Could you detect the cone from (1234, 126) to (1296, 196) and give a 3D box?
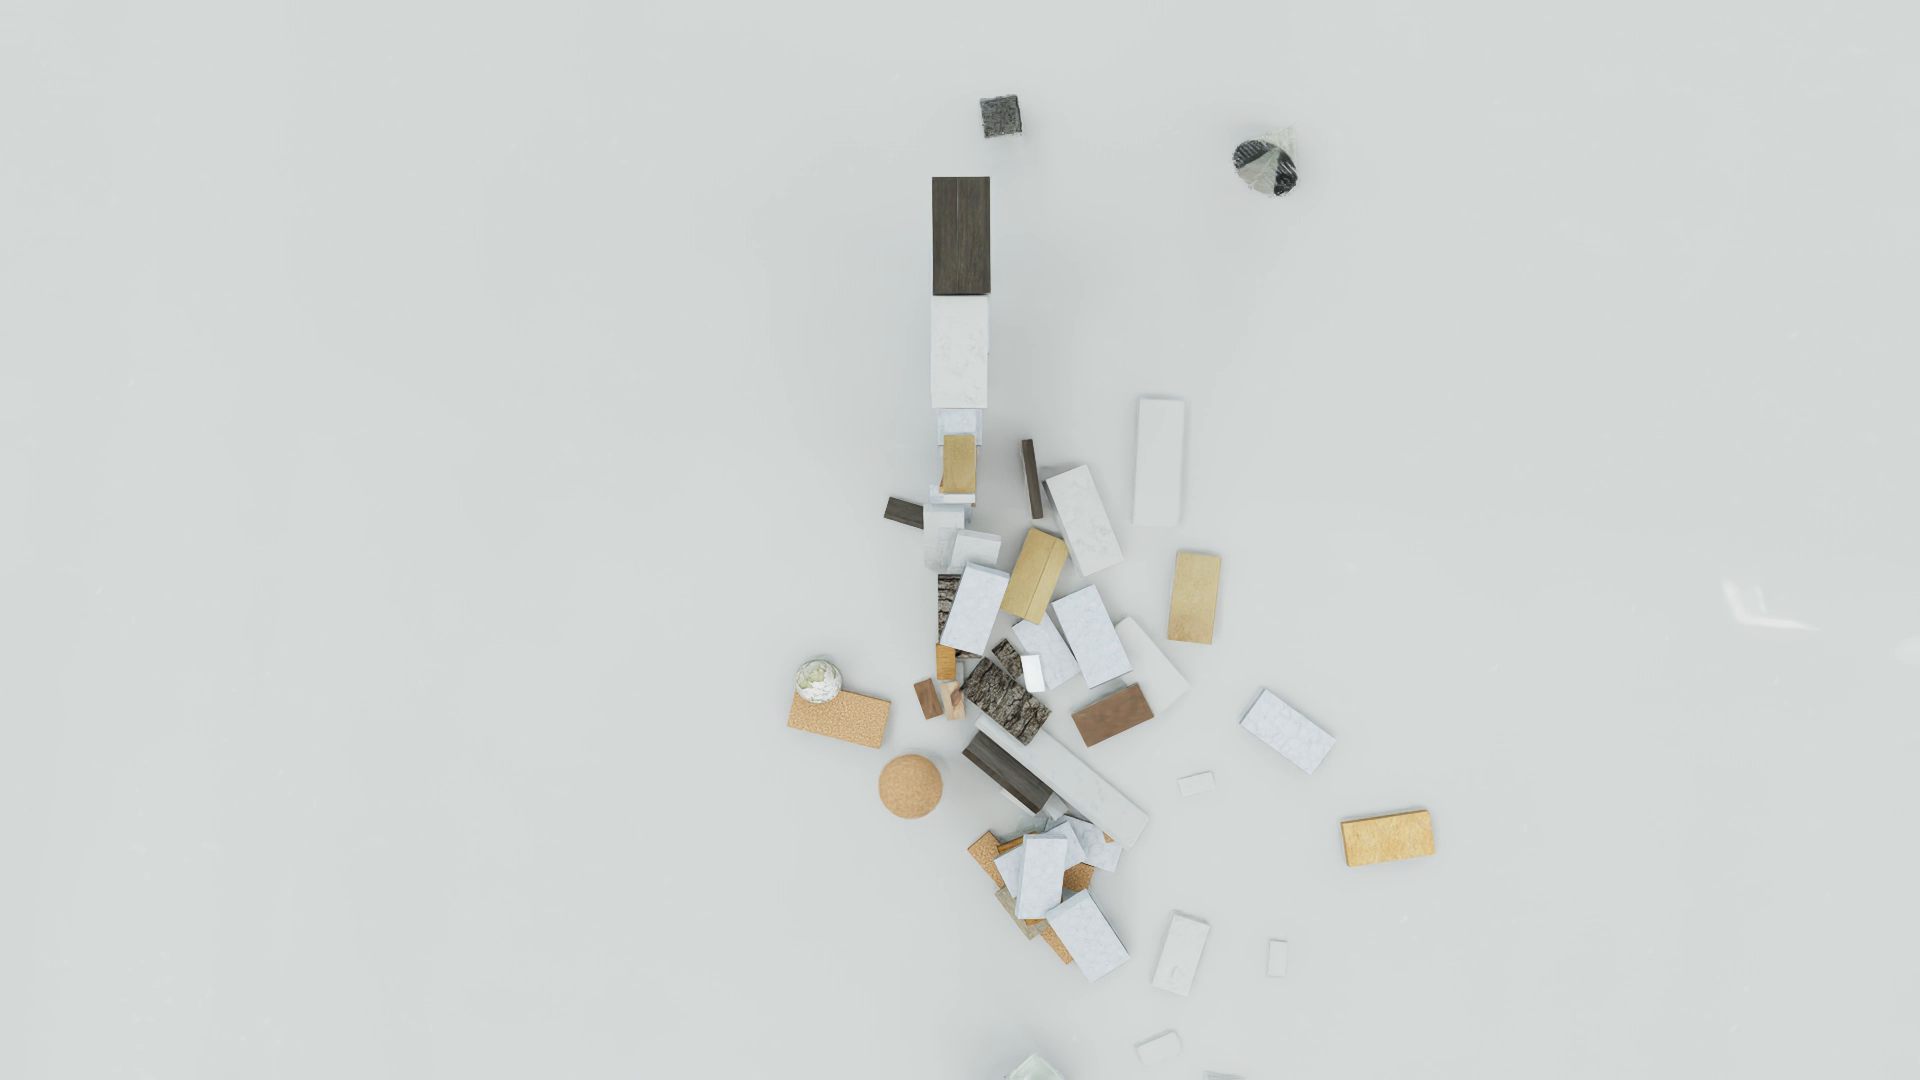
[{"bbox_3d":[1.057,-1.301,5.449,0.226,0.226,0.226,35,63,0],"label":"cone"}]

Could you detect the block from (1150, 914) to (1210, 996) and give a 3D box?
[{"bbox_3d":[0.732,1.378,5.483,0.123,0.035,0.246,18,90,0],"label":"block"}]

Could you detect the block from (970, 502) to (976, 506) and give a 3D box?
[{"bbox_3d":[-0.001,-0.197,5.414,0.107,0.213,0.030,0,45,0],"label":"block"}]

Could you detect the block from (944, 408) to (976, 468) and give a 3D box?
[{"bbox_3d":[0.001,-0.320,5.170,0.097,0.027,0.194,0,90,0],"label":"block"}]

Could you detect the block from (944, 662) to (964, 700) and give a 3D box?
[{"bbox_3d":[-0.020,0.473,5.491,0.063,0.018,0.126,-1,90,0],"label":"block"}]

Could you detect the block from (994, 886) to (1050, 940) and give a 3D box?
[{"bbox_3d":[0.210,1.220,5.459,0.095,0.027,0.191,-37,90,0],"label":"block"}]

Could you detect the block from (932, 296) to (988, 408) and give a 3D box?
[{"bbox_3d":[-0.001,-0.500,4.408,0.148,0.042,0.295,0,90,0],"label":"block"}]

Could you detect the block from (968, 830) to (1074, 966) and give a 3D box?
[{"bbox_3d":[0.226,1.190,5.486,0.095,0.027,0.505,-41,90,0],"label":"block"}]

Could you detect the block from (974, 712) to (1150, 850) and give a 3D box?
[{"bbox_3d":[0.338,0.766,5.446,0.650,0.037,0.131,40,54,0],"label":"block"}]

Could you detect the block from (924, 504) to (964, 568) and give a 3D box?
[{"bbox_3d":[-0.052,-0.013,5.392,0.131,0.261,0.037,0,47,0],"label":"block"}]

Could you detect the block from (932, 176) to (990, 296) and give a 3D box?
[{"bbox_3d":[0.004,-0.809,4.394,0.154,0.044,0.309,0,90,0],"label":"block"}]

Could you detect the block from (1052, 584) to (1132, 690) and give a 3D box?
[{"bbox_3d":[0.436,0.319,5.440,0.155,0.044,0.310,-24,78,4],"label":"block"}]

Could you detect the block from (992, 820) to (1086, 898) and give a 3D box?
[{"bbox_3d":[0.261,1.044,5.400,0.275,0.039,0.138,-27,89,-8],"label":"block"}]

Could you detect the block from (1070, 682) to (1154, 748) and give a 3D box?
[{"bbox_3d":[0.505,0.579,5.458,0.246,0.035,0.123,-26,93,10],"label":"block"}]

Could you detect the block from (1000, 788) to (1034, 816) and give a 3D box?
[{"bbox_3d":[0.192,0.865,5.466,0.136,0.068,0.019,37,90,0],"label":"block"}]

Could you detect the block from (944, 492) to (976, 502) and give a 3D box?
[{"bbox_3d":[-0.002,-0.194,5.163,0.097,0.265,0.027,0,121,0],"label":"block"}]

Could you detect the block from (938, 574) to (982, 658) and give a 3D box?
[{"bbox_3d":[0.001,0.252,5.422,0.145,0.041,0.290,0,114,0],"label":"block"}]

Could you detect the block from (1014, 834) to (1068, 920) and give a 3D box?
[{"bbox_3d":[0.263,1.091,5.348,0.138,0.039,0.275,3,101,-15],"label":"block"}]

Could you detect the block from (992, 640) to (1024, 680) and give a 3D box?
[{"bbox_3d":[0.167,0.397,5.491,0.063,0.018,0.125,-39,90,0],"label":"block"}]

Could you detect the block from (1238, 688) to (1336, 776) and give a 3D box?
[{"bbox_3d":[1.087,0.637,5.480,0.288,0.041,0.144,36,90,0],"label":"block"}]

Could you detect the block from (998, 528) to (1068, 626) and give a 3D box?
[{"bbox_3d":[0.248,0.121,5.458,0.145,0.041,0.290,22,81,0],"label":"block"}]

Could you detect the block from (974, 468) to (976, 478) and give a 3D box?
[{"bbox_3d":[-0.001,-0.236,5.330,0.107,0.213,0.030,1,46,-1],"label":"block"}]

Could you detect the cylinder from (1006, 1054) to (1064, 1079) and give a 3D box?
[{"bbox_3d":[0.228,1.866,5.369,0.263,0.263,0.263,-43,90,0],"label":"cylinder"}]

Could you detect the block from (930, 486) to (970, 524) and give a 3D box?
[{"bbox_3d":[-0.030,-0.116,5.370,0.131,0.261,0.037,0,71,0],"label":"block"}]

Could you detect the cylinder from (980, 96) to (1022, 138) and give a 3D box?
[{"bbox_3d":[0.133,-1.394,5.438,0.122,0.122,0.122,-10,90,2],"label":"cylinder"}]

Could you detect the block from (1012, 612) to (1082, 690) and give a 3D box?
[{"bbox_3d":[0.288,0.361,5.483,0.123,0.035,0.246,-32,90,0],"label":"block"}]

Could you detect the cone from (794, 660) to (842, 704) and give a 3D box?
[{"bbox_3d":[-0.460,0.431,5.393,0.157,0.157,0.157,3,62,-6],"label":"cone"}]

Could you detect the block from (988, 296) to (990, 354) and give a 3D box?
[{"bbox_3d":[0.001,-0.756,5.118,0.178,0.050,0.356,0,90,0],"label":"block"}]

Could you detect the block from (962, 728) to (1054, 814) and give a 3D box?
[{"bbox_3d":[0.174,0.739,5.435,0.316,0.045,0.158,40,54,0],"label":"block"}]

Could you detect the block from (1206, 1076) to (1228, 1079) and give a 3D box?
[{"bbox_3d":[0.868,1.926,5.481,0.131,0.037,0.262,9,90,0],"label":"block"}]

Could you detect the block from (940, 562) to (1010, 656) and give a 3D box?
[{"bbox_3d":[0.046,0.224,5.364,0.146,0.041,0.292,16,113,-7],"label":"block"}]

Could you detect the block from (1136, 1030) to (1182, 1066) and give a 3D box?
[{"bbox_3d":[0.662,1.692,5.490,0.136,0.019,0.068,-23,90,0],"label":"block"}]

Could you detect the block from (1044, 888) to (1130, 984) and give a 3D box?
[{"bbox_3d":[0.420,1.299,5.406,0.158,0.045,0.316,-32,118,0],"label":"block"}]

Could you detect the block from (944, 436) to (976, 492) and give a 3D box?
[{"bbox_3d":[-0.003,-0.236,5.094,0.097,0.027,0.193,0,59,0],"label":"block"}]

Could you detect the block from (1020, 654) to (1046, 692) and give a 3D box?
[{"bbox_3d":[0.244,0.441,5.463,0.063,0.018,0.125,-7,100,22],"label":"block"}]

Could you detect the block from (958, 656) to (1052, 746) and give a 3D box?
[{"bbox_3d":[0.149,0.531,5.441,0.288,0.041,0.144,39,54,0],"label":"block"}]

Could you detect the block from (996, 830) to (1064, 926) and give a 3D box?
[{"bbox_3d":[0.235,1.114,5.431,0.138,0.039,0.275,-21,88,-7],"label":"block"}]

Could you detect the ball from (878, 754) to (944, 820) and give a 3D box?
[{"bbox_3d":[-0.160,0.807,5.394,0.211,0.211,0.211,0,90,0],"label":"ball"}]

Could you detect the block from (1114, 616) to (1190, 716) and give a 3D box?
[{"bbox_3d":[0.603,0.418,5.478,0.155,0.044,0.310,-41,90,0],"label":"block"}]

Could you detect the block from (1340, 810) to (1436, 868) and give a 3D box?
[{"bbox_3d":[1.421,0.991,5.480,0.288,0.041,0.144,-9,90,0],"label":"block"}]

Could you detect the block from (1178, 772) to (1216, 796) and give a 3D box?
[{"bbox_3d":[0.788,0.812,5.492,0.113,0.016,0.057,-14,90,0],"label":"block"}]

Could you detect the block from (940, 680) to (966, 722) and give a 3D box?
[{"bbox_3d":[-0.024,0.533,5.473,0.063,0.018,0.126,-11,90,0],"label":"block"}]

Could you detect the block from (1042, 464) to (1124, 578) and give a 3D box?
[{"bbox_3d":[0.407,-0.063,5.456,0.155,0.044,0.342,-22,90,-17],"label":"block"}]

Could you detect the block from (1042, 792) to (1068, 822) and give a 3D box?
[{"bbox_3d":[0.290,0.861,5.460,0.068,0.019,0.136,-32,76,-34],"label":"block"}]

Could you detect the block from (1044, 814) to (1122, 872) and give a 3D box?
[{"bbox_3d":[0.406,0.999,5.481,0.262,0.037,0.131,18,90,0],"label":"block"}]

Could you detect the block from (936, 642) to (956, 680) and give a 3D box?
[{"bbox_3d":[-0.047,0.401,5.452,0.063,0.018,0.125,-2,110,1],"label":"block"}]

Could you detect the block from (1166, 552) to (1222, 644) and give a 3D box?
[{"bbox_3d":[0.777,0.194,5.479,0.146,0.041,0.292,7,90,0],"label":"block"}]

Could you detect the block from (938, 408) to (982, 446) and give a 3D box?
[{"bbox_3d":[-0.001,-0.436,5.204,0.138,0.039,0.276,0,90,0],"label":"block"}]

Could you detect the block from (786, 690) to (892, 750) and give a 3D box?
[{"bbox_3d":[-0.401,0.578,5.478,0.316,0.045,0.158,14,90,0],"label":"block"}]

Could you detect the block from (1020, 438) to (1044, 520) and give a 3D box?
[{"bbox_3d":[0.236,-0.198,5.435,0.037,0.131,0.261,-8,90,0],"label":"block"}]

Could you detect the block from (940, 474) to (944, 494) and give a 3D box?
[{"bbox_3d":[-0.021,-0.186,5.252,0.073,0.146,0.021,3,115,6],"label":"block"}]

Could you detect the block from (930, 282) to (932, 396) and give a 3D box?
[{"bbox_3d":[-0.003,-0.578,4.747,0.162,0.046,0.323,0,90,0],"label":"block"}]

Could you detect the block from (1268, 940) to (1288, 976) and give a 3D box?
[{"bbox_3d":[1.057,1.393,5.492,0.057,0.016,0.113,5,90,0],"label":"block"}]

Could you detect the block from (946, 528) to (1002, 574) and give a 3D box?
[{"bbox_3d":[0.034,0.106,5.402,0.145,0.041,0.290,10,120,-6],"label":"block"}]

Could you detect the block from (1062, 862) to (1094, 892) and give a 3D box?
[{"bbox_3d":[0.342,1.103,5.486,0.191,0.027,0.095,18,90,0],"label":"block"}]

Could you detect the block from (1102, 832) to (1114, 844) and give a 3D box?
[{"bbox_3d":[0.496,0.942,5.463,0.057,0.016,0.113,-9,65,-14],"label":"block"}]

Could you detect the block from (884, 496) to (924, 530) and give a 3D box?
[{"bbox_3d":[-0.175,-0.088,5.490,0.146,0.021,0.073,17,90,0],"label":"block"}]

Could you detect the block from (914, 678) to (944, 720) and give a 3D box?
[{"bbox_3d":[-0.105,0.529,5.491,0.063,0.018,0.126,-20,90,0],"label":"block"}]

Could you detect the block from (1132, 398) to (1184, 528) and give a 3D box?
[{"bbox_3d":[0.659,-0.255,5.479,0.146,0.041,0.418,3,90,0],"label":"block"}]
